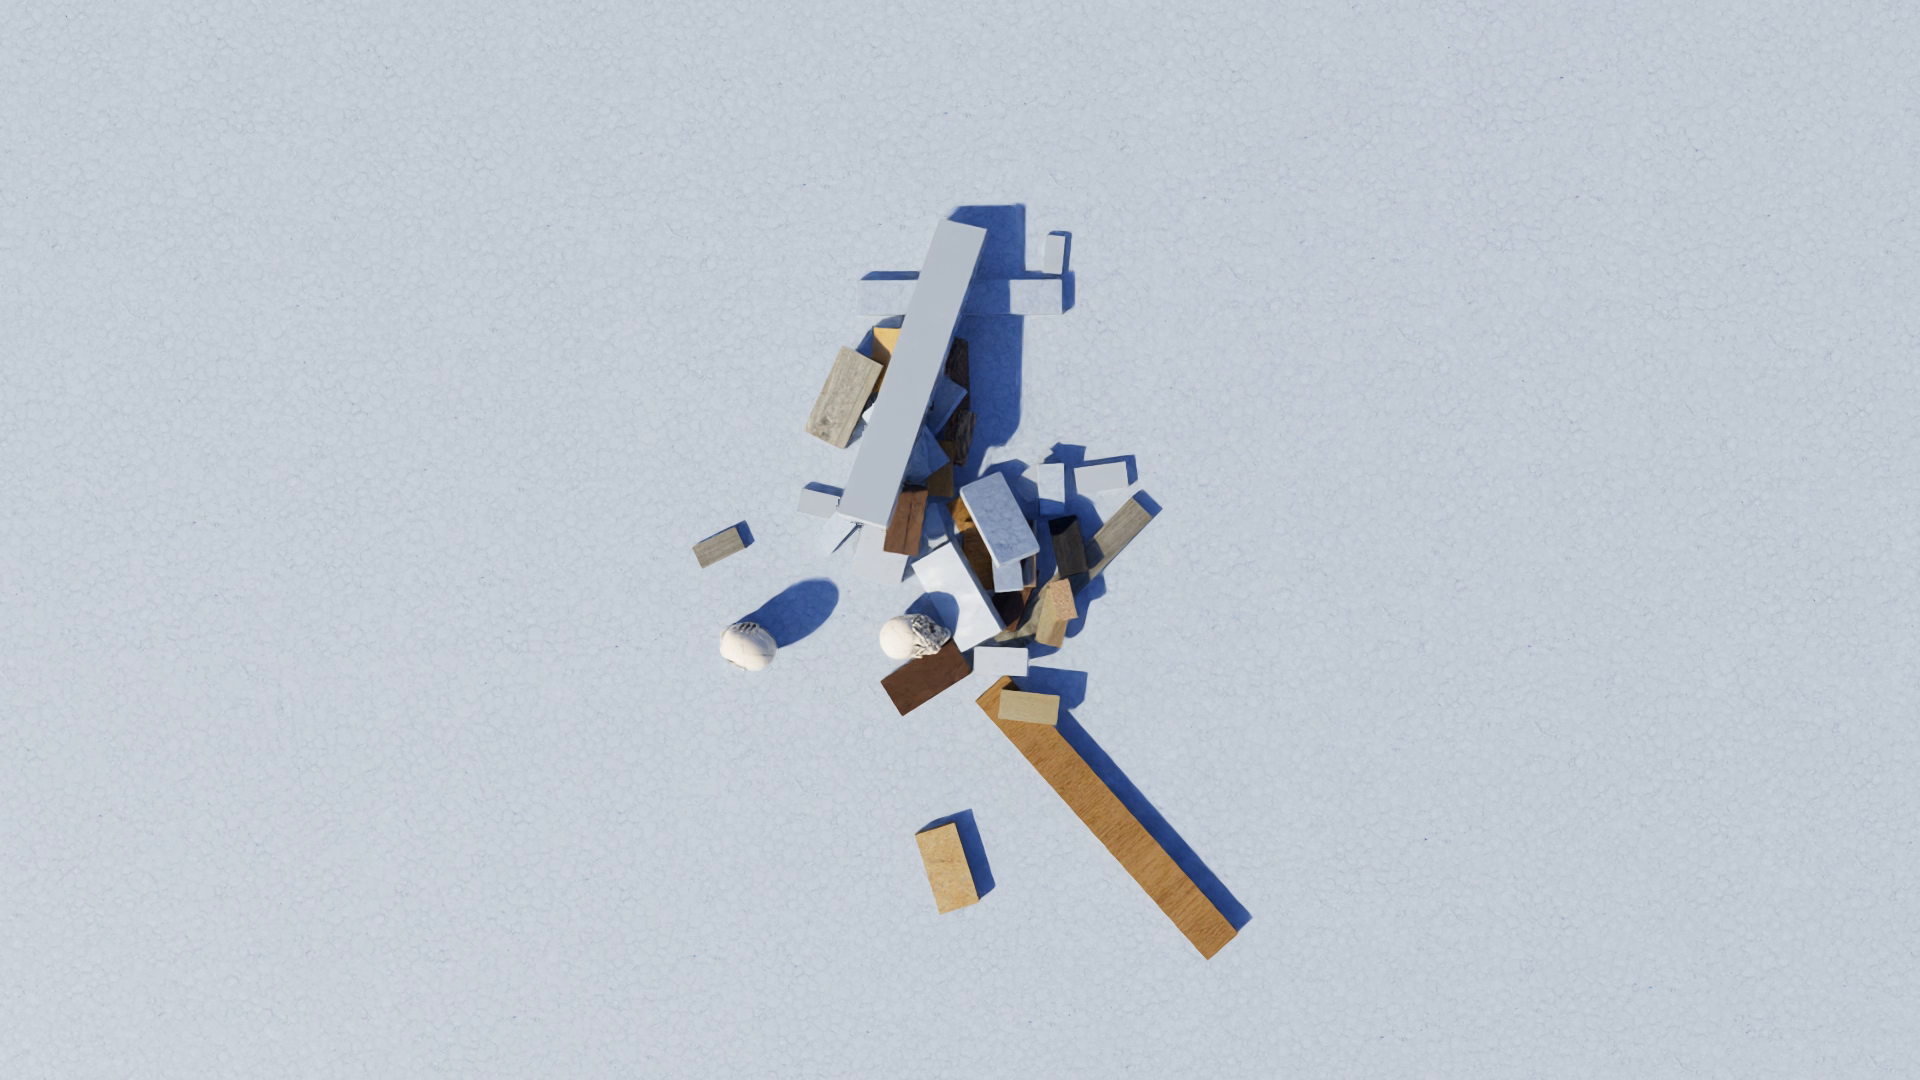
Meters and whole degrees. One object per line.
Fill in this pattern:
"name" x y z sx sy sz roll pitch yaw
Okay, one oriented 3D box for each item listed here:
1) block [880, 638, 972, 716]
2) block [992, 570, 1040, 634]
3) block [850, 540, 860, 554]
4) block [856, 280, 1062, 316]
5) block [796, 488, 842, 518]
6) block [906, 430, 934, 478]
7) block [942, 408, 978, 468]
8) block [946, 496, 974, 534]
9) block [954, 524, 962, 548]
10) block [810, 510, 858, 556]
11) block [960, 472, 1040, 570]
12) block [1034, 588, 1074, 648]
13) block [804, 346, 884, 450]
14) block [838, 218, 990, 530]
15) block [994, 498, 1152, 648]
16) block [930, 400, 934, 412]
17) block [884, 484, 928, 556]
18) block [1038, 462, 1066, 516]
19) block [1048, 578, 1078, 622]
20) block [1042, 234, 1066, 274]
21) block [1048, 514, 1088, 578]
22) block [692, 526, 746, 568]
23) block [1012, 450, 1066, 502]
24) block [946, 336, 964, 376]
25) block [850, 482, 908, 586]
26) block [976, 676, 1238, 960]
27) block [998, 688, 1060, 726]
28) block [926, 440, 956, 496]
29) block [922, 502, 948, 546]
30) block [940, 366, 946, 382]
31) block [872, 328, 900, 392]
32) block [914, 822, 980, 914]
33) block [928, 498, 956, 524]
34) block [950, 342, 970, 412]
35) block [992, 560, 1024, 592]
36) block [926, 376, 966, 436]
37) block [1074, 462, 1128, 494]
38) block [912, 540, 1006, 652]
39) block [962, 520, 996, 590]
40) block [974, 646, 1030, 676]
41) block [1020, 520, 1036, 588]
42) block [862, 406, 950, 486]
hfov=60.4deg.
"block" -0.112 0.454 5.480 0.275 0.039 0.138 -32 90 0
"block" 0.172 0.185 5.467 0.111 0.031 0.222 22 86 10
"block" -0.293 0.010 5.491 0.131 0.018 0.065 -31 90 0
"block" -0.002 -0.805 5.484 0.681 0.032 0.114 0 90 0
"block" -0.457 -0.116 5.489 0.158 0.022 0.079 13 90 0
"block" -0.172 -0.321 5.398 0.114 0.032 0.229 -11 99 20
"block" -0.006 -0.340 5.459 0.090 0.026 0.181 16 97 24
"block" 0.003 -0.082 5.475 0.056 0.016 0.113 -27 91 -1
"block" 0.013 0.002 5.492 0.056 0.016 0.112 -6 90 0
"block" -0.415 -0.032 5.472 0.079 0.022 0.158 41 100 -5
"block" 0.129 -0.067 5.420 0.149 0.042 0.298 -23 72 -12
"block" 0.311 0.258 5.460 0.091 0.026 0.182 13 90 0
"block" -0.384 -0.470 5.451 0.149 0.042 0.311 26 100 0
"block" -0.147 -0.547 5.351 0.167 0.047 1.048 15 79 14
"block" 0.375 0.126 5.486 0.097 0.027 0.655 44 90 0
"block" -0.160 -0.560 5.456 0.106 0.030 0.290 -11 88 31
"block" -0.178 -0.068 5.397 0.114 0.032 0.229 8 100 -4
"block" 0.302 -0.169 5.467 0.086 0.024 0.171 -3 100 -8
"block" 0.340 0.198 5.438 0.065 0.018 0.131 -13 90 0
"block" 0.313 -0.950 5.491 0.063 0.018 0.125 6 90 0
"block" 0.359 0.020 5.466 0.097 0.027 0.194 -12 81 6
"block" -0.802 0.026 5.489 0.158 0.022 0.079 -26 90 0
"block" 0.264 -0.214 5.488 0.171 0.024 0.086 -43 90 0
"block" -0.031 -0.613 5.473 0.063 0.018 0.125 16 90 0
"block" -0.237 -0.030 5.443 0.167 0.047 0.335 15 99 -5
"block" 0.486 0.919 5.480 0.138 0.039 1.153 -42 90 0
"block" 0.227 0.551 5.447 0.193 0.027 0.097 7 90 0
"block" -0.065 -0.237 5.461 0.090 0.026 0.181 5 96 26
"block" -0.090 -0.052 5.479 0.065 0.018 0.130 -18 98 5
"block" -0.095 -0.630 5.460 0.106 0.030 0.212 5 90 30
"block" -0.238 -0.593 5.455 0.106 0.030 0.211 7 97 21
"block" -0.042 1.089 5.480 0.138 0.039 0.275 -17 90 0
"block" -0.055 -0.096 5.492 0.113 0.016 0.056 16 90 0
"block" 0.001 -0.493 5.491 0.063 0.018 0.332 -2 90 0
"block" 0.152 0.078 5.414 0.091 0.026 0.182 -5 76 -3
"block" -0.063 -0.443 5.459 0.090 0.026 0.181 38 95 30
"block" 0.470 -0.207 5.488 0.171 0.024 0.086 -8 90 0
"block" -0.004 0.184 5.442 0.167 0.047 0.335 -30 90 26
"block" 0.064 0.050 5.466 0.111 0.031 0.222 2 97 -5
"block" 0.137 0.401 5.456 0.182 0.026 0.091 1 84 18
"block" 0.196 0.045 5.453 0.111 0.031 0.222 -1 76 5
"block" -0.178 -0.338 5.439 0.149 0.042 0.298 -36 89 24
